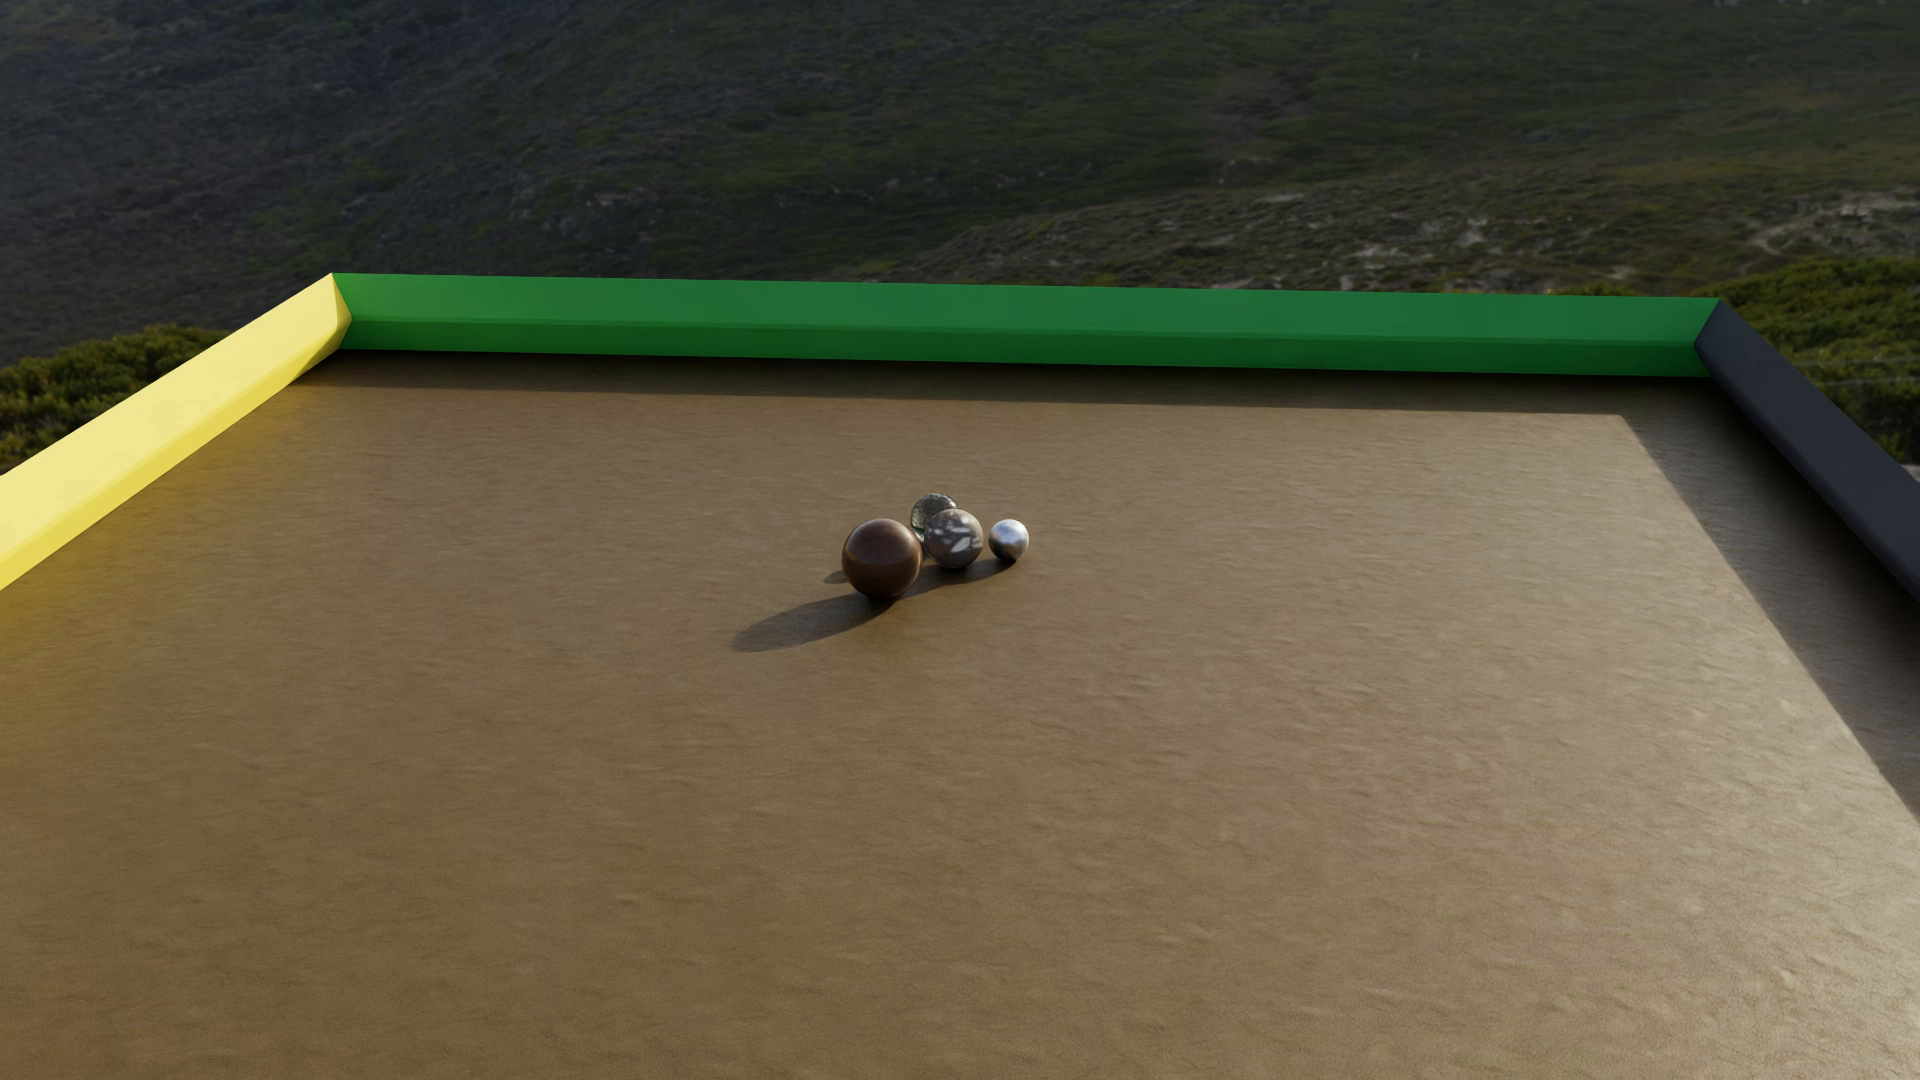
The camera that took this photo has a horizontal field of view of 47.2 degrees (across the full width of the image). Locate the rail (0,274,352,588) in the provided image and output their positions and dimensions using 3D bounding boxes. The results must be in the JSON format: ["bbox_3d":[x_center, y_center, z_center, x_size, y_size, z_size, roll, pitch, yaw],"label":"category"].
[{"bbox_3d":[-1.156,0.257,1.796,0.045,0.125,3.824,2,19,4],"label":"rail"}]

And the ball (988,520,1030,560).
[{"bbox_3d":[0.059,0.000,2.644,0.050,0.050,0.050,0,19,0],"label":"ball"}]

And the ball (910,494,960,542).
[{"bbox_3d":[-0.029,-0.025,2.693,0.065,0.065,0.065,0,19,0],"label":"ball"}]

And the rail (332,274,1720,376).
[{"bbox_3d":[0.076,-0.337,3.489,2.211,0.125,0.045,2,19,4],"label":"rail"}]

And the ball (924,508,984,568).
[{"bbox_3d":[-0.007,-0.001,2.615,0.072,0.072,0.072,0,19,0],"label":"ball"}]

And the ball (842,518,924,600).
[{"bbox_3d":[-0.089,0.021,2.518,0.094,0.094,0.094,0,19,0],"label":"ball"}]

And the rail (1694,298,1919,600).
[{"bbox_3d":[1.001,0.315,1.630,0.045,0.125,3.824,2,19,4],"label":"rail"}]
